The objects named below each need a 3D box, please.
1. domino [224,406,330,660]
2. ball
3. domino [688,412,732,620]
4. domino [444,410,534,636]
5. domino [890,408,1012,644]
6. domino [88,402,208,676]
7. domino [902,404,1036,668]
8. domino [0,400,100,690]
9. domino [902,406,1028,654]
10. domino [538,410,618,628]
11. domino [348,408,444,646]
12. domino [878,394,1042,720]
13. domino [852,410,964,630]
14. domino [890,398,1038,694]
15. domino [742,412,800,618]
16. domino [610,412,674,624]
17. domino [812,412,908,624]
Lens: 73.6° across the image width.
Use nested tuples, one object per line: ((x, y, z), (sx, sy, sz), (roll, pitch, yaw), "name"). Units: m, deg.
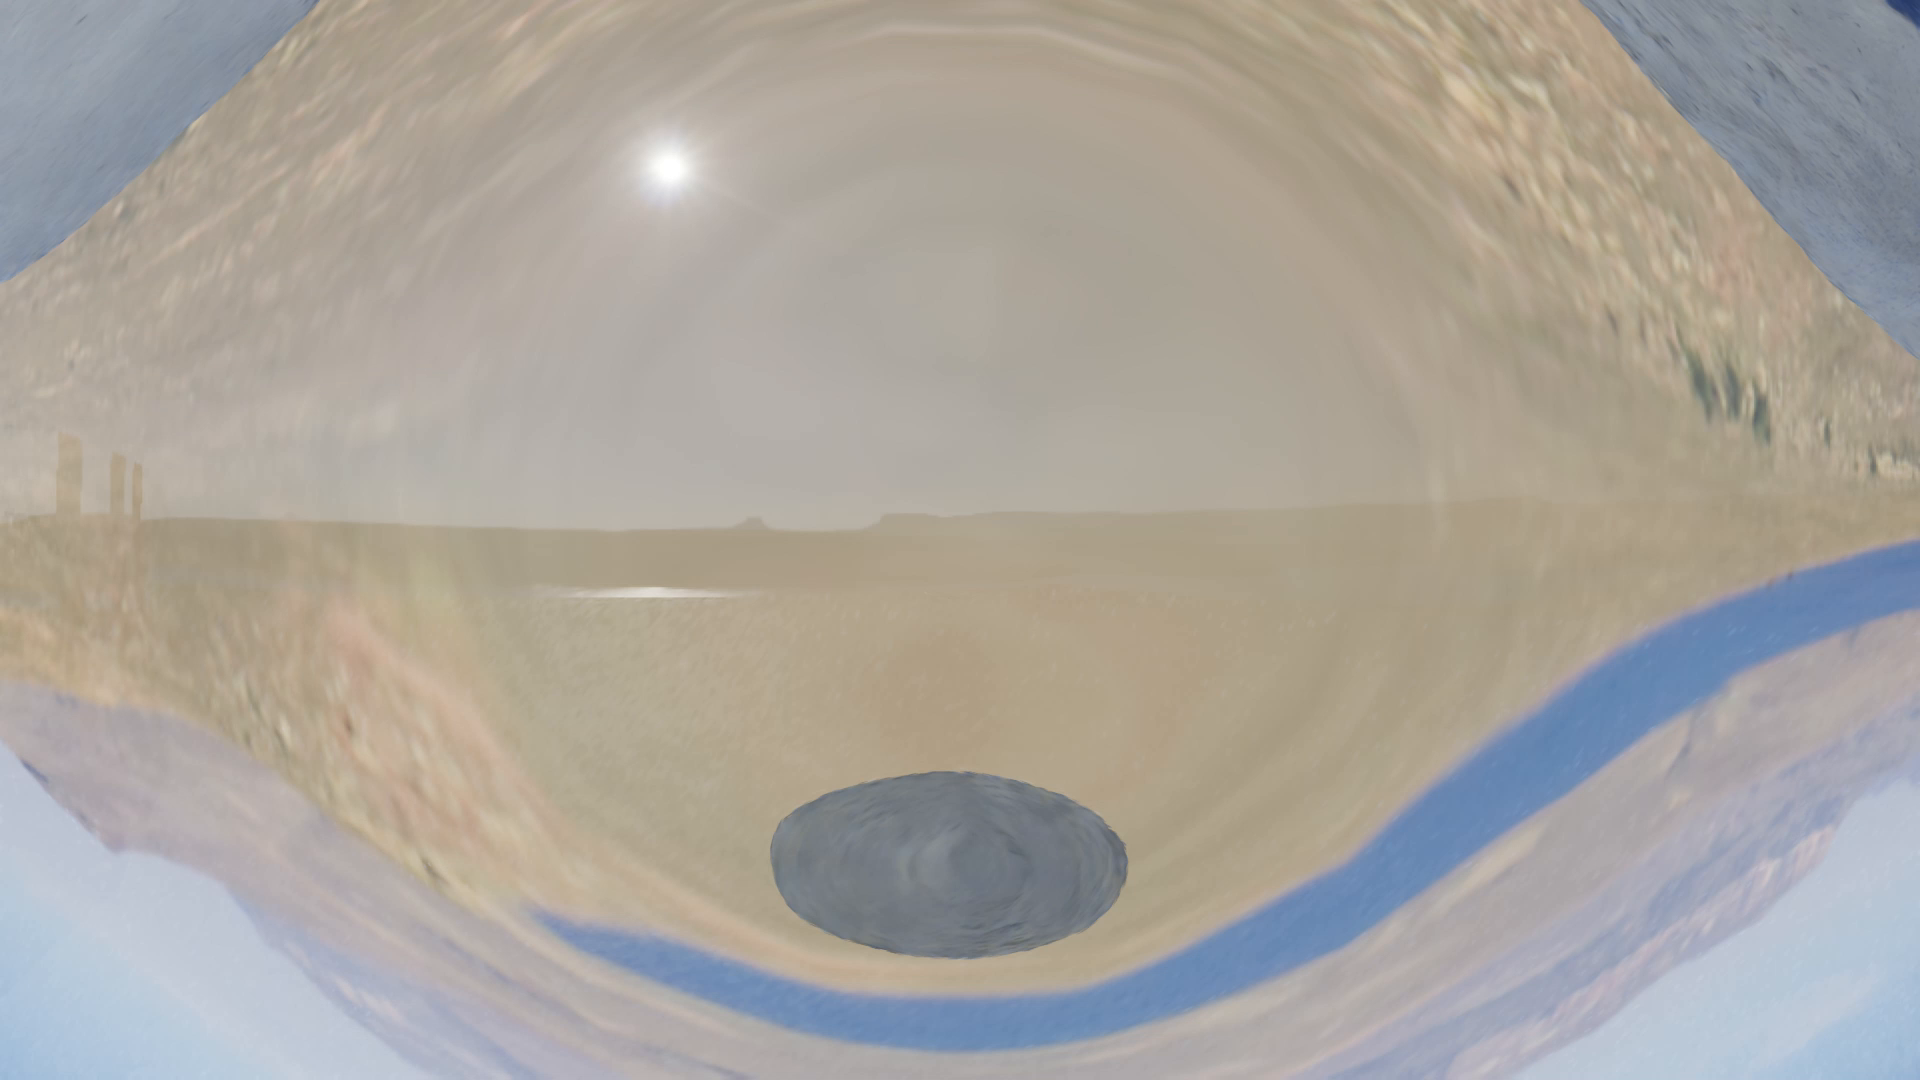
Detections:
((-0.140, -0.002, 0.263), (0.025, 0.050, 0.009), (4, 6, 42), "domino")
((0.000, -0.002, 0.056), (0.080, 0.080, 0.080), (0, 4, 0), "ball")
((-0.063, -0.007, 0.322), (0.009, 0.050, 0.025), (-1, 4, -12), "domino")
((-0.108, -0.005, 0.294), (0.010, 0.050, 0.025), (-4, 6, -42), "domino")
((-0.002, -0.003, 0.279), (0.025, 0.050, 0.009), (-1, 4, -16), "domino")
((-0.155, -0.001, 0.245), (0.025, 0.050, 0.009), (3, 5, 38), "domino")
((0.002, -0.001, 0.246), (0.025, 0.050, 0.010), (0, 4, 0), "domino")
((-0.166, 0.000, 0.231), (0.025, 0.050, 0.009), (3, 5, 36), "domino")
((0.001, -0.002, 0.265), (0.025, 0.050, 0.009), (0, 4, -6), "domino")
((-0.092, -0.006, 0.308), (0.009, 0.050, 0.025), (-3, 5, -36), "domino")
((-0.123, -0.003, 0.280), (0.009, 0.050, 0.025), (-4, 6, -44), "domino")
((0.000, 0.002, 0.201), (0.025, 0.050, 0.009), (0, 4, 0), "domino")
((-0.012, -0.005, 0.302), (0.025, 0.050, 0.009), (-3, 5, -32), "domino")
((0.001, 0.001, 0.223), (0.025, 0.050, 0.009), (0, 4, 3), "domino")
((-0.047, -0.007, 0.323), (0.009, 0.050, 0.025), (0, 4, 2), "domino")
((-0.079, -0.006, 0.316), (0.009, 0.050, 0.025), (-2, 5, -26), "domino")
((-0.024, -0.006, 0.316), (0.009, 0.050, 0.025), (3, 5, 37), "domino")
